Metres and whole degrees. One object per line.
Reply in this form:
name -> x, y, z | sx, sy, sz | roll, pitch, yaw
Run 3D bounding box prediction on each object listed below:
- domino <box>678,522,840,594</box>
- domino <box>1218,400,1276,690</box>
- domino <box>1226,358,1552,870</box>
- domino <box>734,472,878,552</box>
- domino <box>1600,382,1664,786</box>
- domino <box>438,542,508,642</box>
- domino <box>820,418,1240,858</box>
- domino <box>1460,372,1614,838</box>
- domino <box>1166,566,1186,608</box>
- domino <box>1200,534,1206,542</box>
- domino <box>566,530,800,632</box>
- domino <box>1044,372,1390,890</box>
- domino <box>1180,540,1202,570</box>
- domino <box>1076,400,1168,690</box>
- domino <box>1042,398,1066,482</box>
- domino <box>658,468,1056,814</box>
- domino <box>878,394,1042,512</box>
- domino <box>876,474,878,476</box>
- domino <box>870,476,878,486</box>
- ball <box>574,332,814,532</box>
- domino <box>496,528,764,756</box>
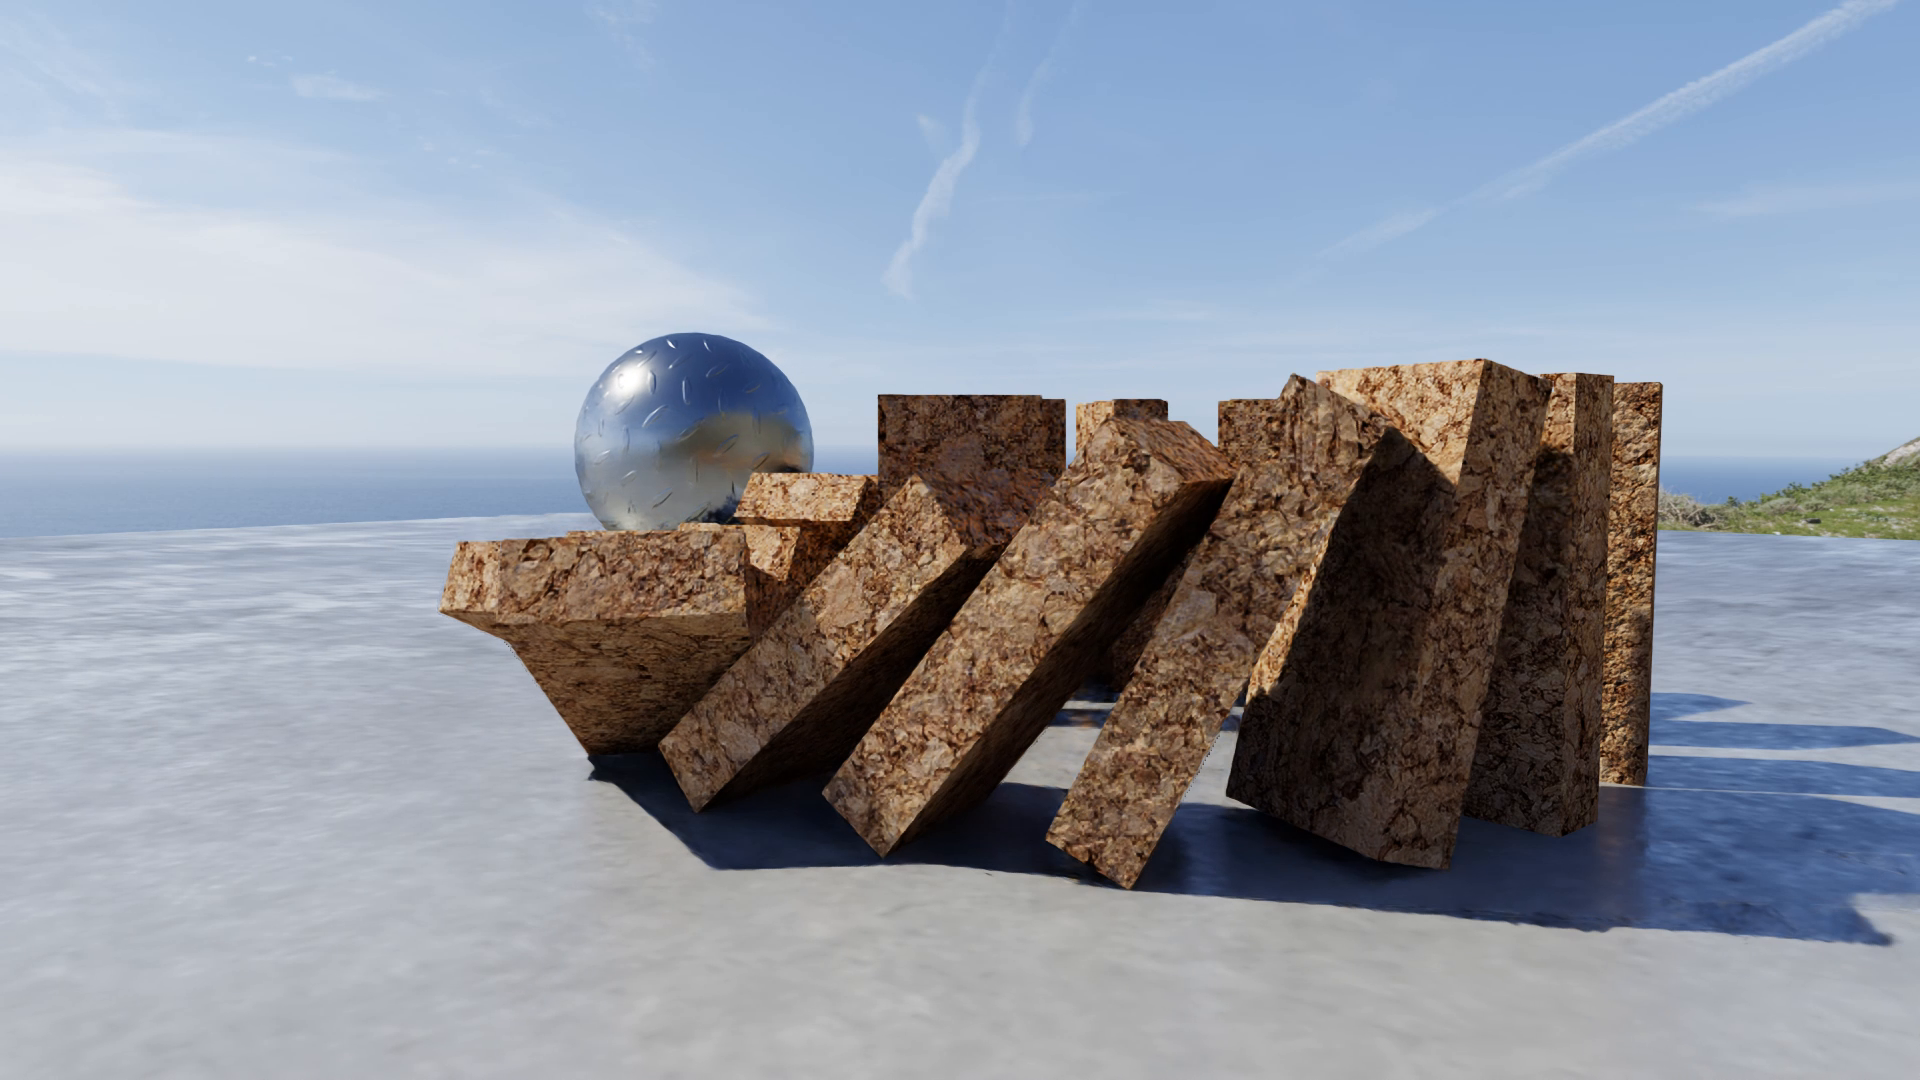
domino -> -0.026, 0.011, 0.227 | 0.025, 0.010, 0.050 | 2, -20, 30
domino -> 0.053, 0.000, 0.232 | 0.010, 0.050, 0.025 | 2, 5, 21
domino -> 0.045, 0.007, 0.138 | 0.009, 0.050, 0.025 | 13, -1, -24
domino -> -0.018, 0.005, 0.243 | 0.025, 0.010, 0.050 | 3, -30, 29
domino -> 0.077, 0.005, 0.168 | 0.025, 0.050, 0.009 | 3, 5, 31
domino -> -0.046, 0.014, 0.183 | 0.025, 0.010, 0.050 | 0, -21, 23
domino -> 0.008, 0.010, 0.136 | 0.010, 0.050, 0.025 | 43, 21, 18
domino -> 0.060, 0.006, 0.149 | 0.009, 0.050, 0.025 | -4, 6, -41
domino -> 0.036, 0.004, 0.316 | 0.025, 0.009, 0.050 | 3, -20, 32
domino -> 0.061, 0.001, 0.359 | 0.025, 0.009, 0.050 | 2, -18, 24
domino -> -0.038, 0.012, 0.206 | 0.025, 0.009, 0.050 | 1, -21, 29
domino -> 0.027, 0.008, 0.130 | 0.010, 0.050, 0.025 | 29, 12, 13
domino -> 0.049, 0.003, 0.336 | 0.025, 0.009, 0.050 | 2, -19, 30
domino -> 0.029, 0.000, 0.233 | 0.009, 0.050, 0.025 | -1, 4, -10
domino -> 0.006, 0.001, 0.224 | 0.009, 0.050, 0.025 | -4, 6, -42
domino -> -0.010, 0.012, 0.147 | 0.050, 0.009, 0.025 | -45, -21, 29
domino -> 0.000, 0.002, 0.201 | 0.025, 0.050, 0.010 | 0, 4, 0
domino -> -0.035, -0.010, 0.438 | 0.050, 0.009, 0.025 | -39, 2, 5
domino -> -0.007, 0.005, 0.257 | 0.025, 0.010, 0.050 | 1, -30, 31
ball -> -0.090, -0.030, 0.437 | 0.080, 0.080, 0.080 | 0, 4, 0
domino -> -0.037, 0.014, 0.156 | 0.025, 0.009, 0.050 | -3, -24, -6
